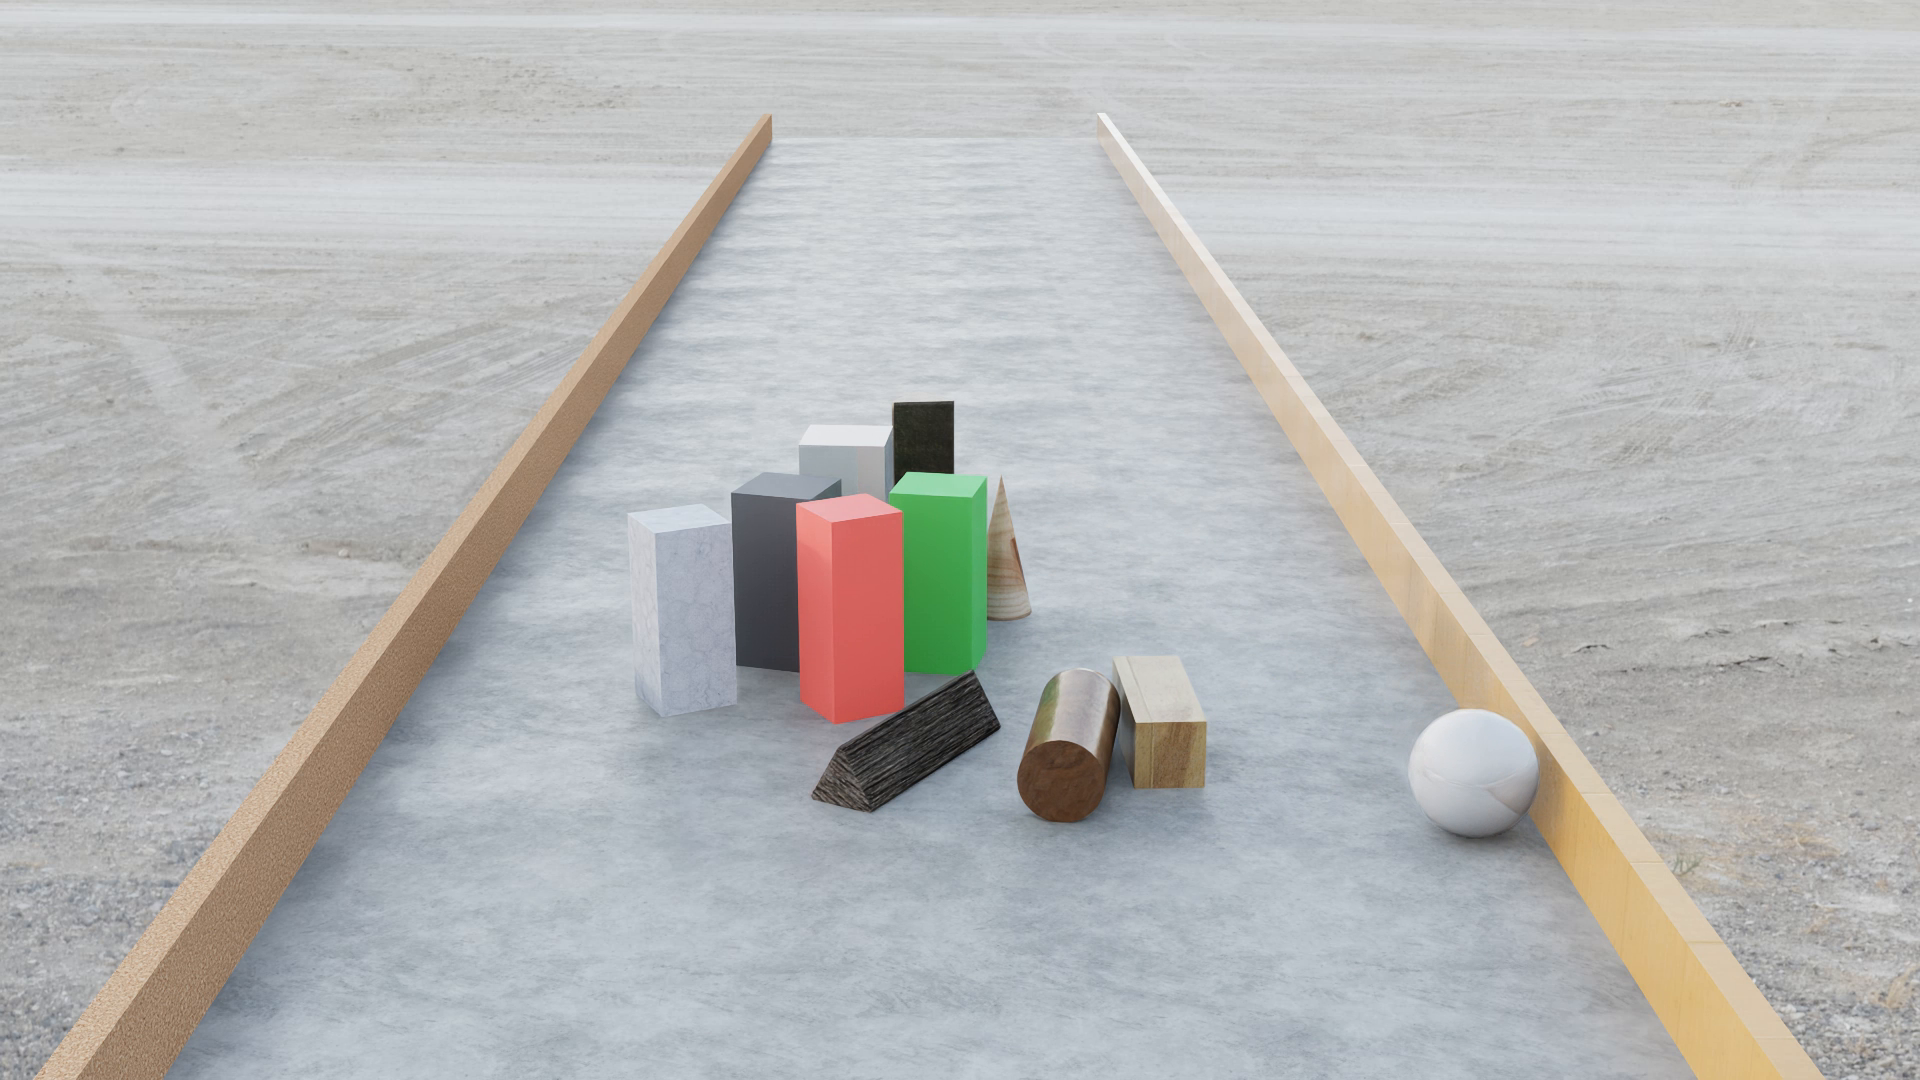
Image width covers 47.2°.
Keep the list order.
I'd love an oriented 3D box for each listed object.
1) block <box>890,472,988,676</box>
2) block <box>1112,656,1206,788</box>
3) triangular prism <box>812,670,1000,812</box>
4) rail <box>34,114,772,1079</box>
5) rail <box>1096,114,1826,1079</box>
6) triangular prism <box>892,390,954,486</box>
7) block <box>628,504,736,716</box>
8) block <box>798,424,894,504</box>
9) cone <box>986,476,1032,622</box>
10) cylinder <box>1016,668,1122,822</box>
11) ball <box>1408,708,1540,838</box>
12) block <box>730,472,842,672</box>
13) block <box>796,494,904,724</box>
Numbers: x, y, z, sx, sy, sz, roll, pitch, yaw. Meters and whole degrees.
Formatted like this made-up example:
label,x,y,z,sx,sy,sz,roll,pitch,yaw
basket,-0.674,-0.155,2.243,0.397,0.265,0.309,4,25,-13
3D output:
label,x,y,z,sx,sy,sz,roll,pitch,yaw
block,-0.041,0.066,4.365,0.163,0.365,0.163,3,17,11
block,0.352,0.321,3.932,0.122,0.122,0.337,-1,17,-3
triangular prism,-0.089,0.342,3.882,0.121,0.105,0.444,9,19,29
rail,-1.118,-0.838,7.780,0.050,0.150,12.000,0,17,-1
rail,0.932,-0.844,7.801,0.050,0.150,12.000,0,17,-1
triangular prism,-0.087,-0.122,4.914,0.135,0.412,0.117,-2,17,-6
block,-0.525,0.131,4.159,0.150,0.358,0.150,-8,19,-26
block,-0.237,-0.032,4.648,0.177,0.390,0.177,1,17,4
cone,0.087,0.007,4.670,0.134,0.305,0.134,0,17,0
cylinder,0.192,0.349,3.796,0.147,0.147,0.353,2,17,8
ball,0.837,0.379,3.586,0.209,0.209,0.209,0,17,0
block,-0.342,0.064,4.386,0.167,0.357,0.167,5,17,17
block,-0.205,0.127,4.116,0.146,0.390,0.146,-9,19,-28
